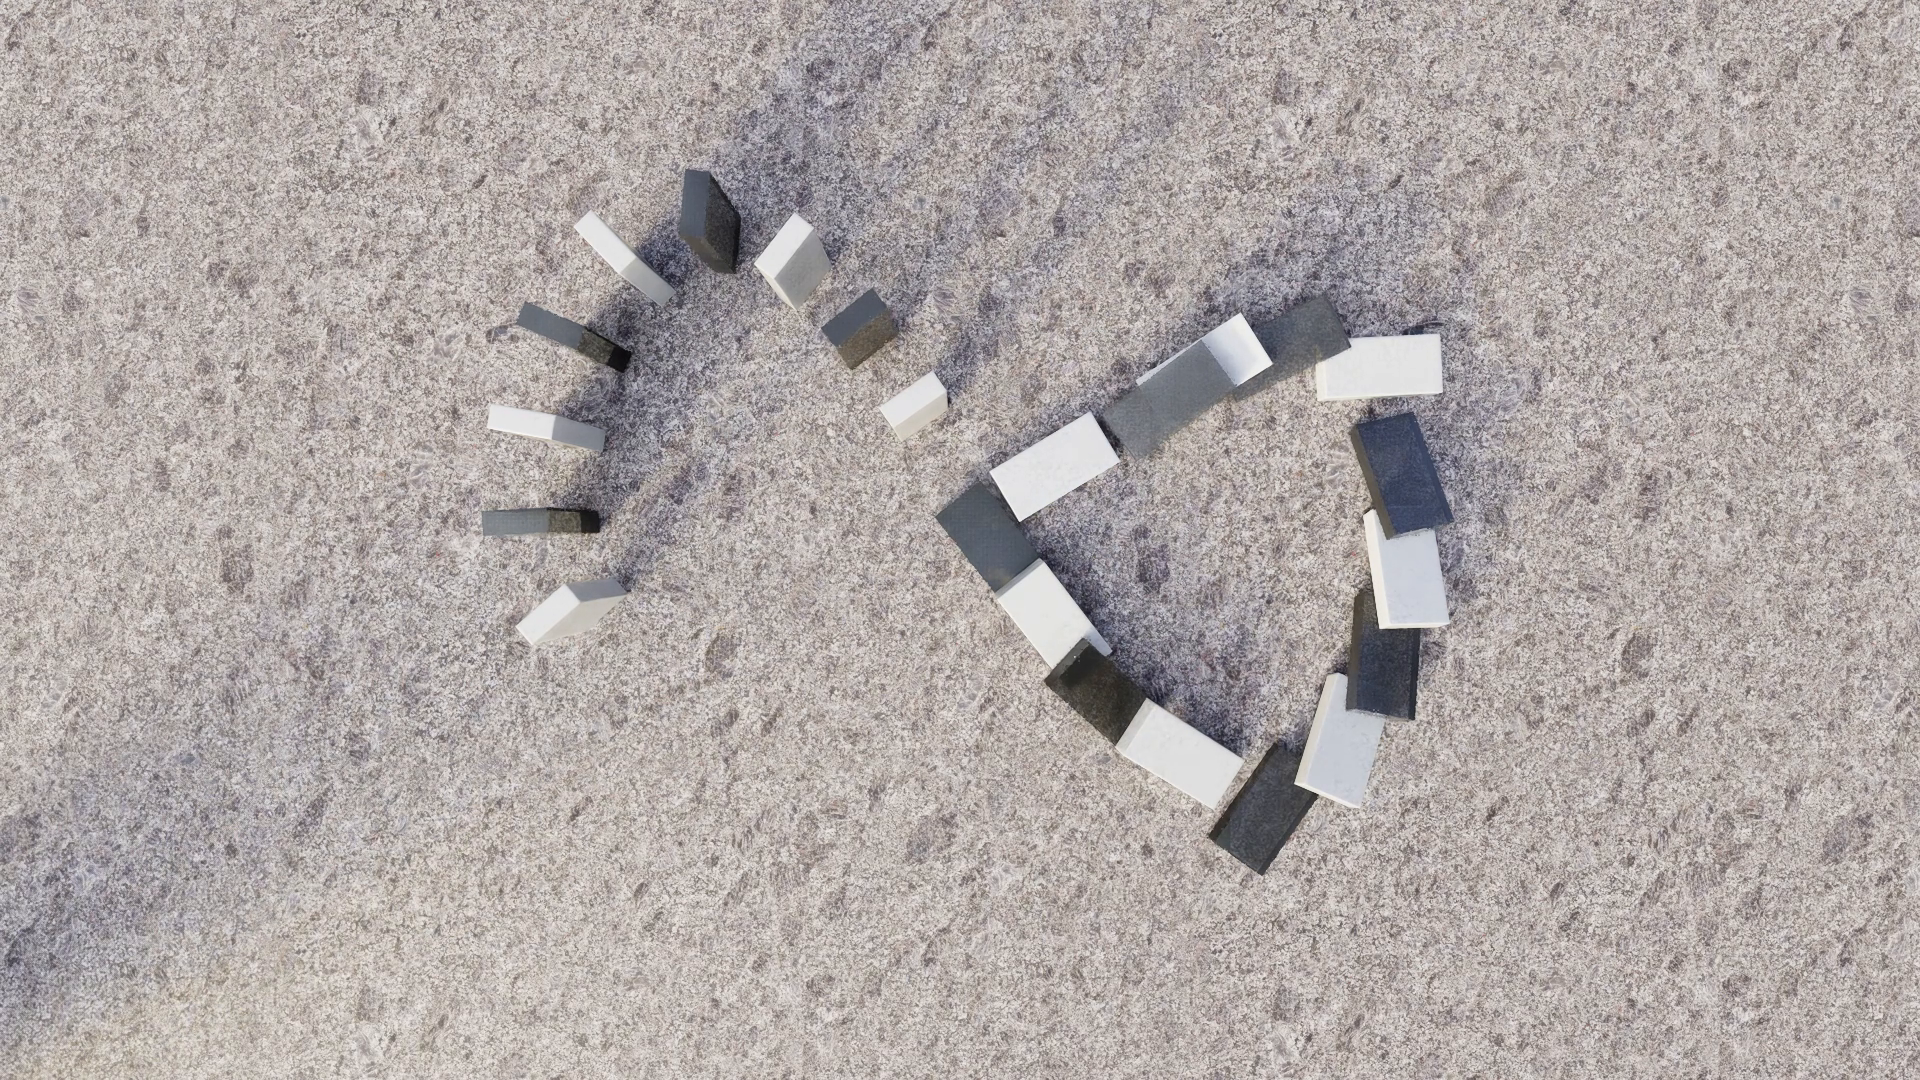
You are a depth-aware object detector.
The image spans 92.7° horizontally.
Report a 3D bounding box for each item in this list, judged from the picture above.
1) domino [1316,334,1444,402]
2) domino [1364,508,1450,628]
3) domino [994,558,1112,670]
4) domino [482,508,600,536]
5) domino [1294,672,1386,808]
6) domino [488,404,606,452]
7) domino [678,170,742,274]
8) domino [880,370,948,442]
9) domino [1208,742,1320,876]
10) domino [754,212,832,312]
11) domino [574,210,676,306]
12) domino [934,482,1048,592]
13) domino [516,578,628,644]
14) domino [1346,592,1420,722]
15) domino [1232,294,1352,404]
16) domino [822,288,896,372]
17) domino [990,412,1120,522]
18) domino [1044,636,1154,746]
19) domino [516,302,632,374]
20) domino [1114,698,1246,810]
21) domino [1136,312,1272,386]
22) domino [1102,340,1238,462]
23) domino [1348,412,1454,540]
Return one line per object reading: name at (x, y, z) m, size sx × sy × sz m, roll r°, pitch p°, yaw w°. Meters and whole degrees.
domino at (0.180, -0.074, 0.395) m, size 0.050 × 0.009 × 0.025 m, roll -3°, pitch 90°, yaw 0°
domino at (0.189, 0.012, 0.389) m, size 0.025 × 0.010 × 0.050 m, roll -1°, pitch 75°, yaw 0°
domino at (0.040, 0.035, 0.390) m, size 0.025 × 0.009 × 0.050 m, roll -38°, pitch 103°, yaw 0°
domino at (-0.170, -0.007, 0.375) m, size 0.025 × 0.050 × 0.009 m, roll -3°, pitch 90°, yaw 0°
domino at (0.163, 0.085, 0.389) m, size 0.025 × 0.009 × 0.050 m, roll 23°, pitch 76°, yaw 0°
domino at (-0.168, -0.045, 0.375) m, size 0.025 × 0.050 × 0.010 m, roll 10°, pitch 90°, yaw 0°
domino at (-0.101, -0.129, 0.375) m, size 0.009 × 0.050 × 0.025 m, roll 6°, pitch 90°, yaw 0°
domino at (-0.018, -0.054, 0.375) m, size 0.025 × 0.050 × 0.010 m, roll -35°, pitch 90°, yaw 0°
domino at (0.133, 0.116, 0.395) m, size 0.025 × 0.010 × 0.050 m, roll 35°, pitch 90°, yaw 0°
domino at (-0.067, -0.112, 0.375) m, size 0.010 × 0.050 × 0.025 m, roll 38°, pitch 90°, yaw 0°
domino at (-0.136, -0.114, 0.375) m, size 0.010 × 0.050 × 0.025 m, roll -44°, pitch 90°, yaw 0°
domino at (0.014, 0.002, 0.395) m, size 0.025 × 0.010 × 0.050 m, roll -38°, pitch 90°, yaw 0°
domino at (-0.157, 0.028, 0.375) m, size 0.025 × 0.050 × 0.010 m, roll -41°, pitch 90°, yaw 0°
domino at (0.180, 0.050, 0.389) m, size 0.025 × 0.010 × 0.050 m, roll 11°, pitch 75°, yaw 0°
domino at (0.136, -0.081, 0.389) m, size 0.050 × 0.009 × 0.025 m, roll -26°, pitch 90°, yaw 14°
domino at (-0.041, -0.085, 0.375) m, size 0.025 × 0.050 × 0.010 m, roll -38°, pitch 90°, yaw 0°
domino at (0.041, -0.031, 0.395) m, size 0.050 × 0.010 × 0.025 m, roll -31°, pitch 90°, yaw 0°
domino at (0.062, 0.067, 0.389) m, size 0.050 × 0.009 × 0.025 m, roll 42°, pitch 90°, yaw -15°
domino at (-0.156, -0.082, 0.375) m, size 0.025 × 0.050 × 0.010 m, roll 23°, pitch 90°, yaw 0°
domino at (0.094, 0.091, 0.389) m, size 0.050 × 0.009 × 0.025 m, roll 33°, pitch 90°, yaw -15°
domino at (0.103, -0.071, 0.388) m, size 0.050 × 0.009 × 0.025 m, roll -32°, pitch 90°, yaw 17°
domino at (0.087, -0.058, 0.384) m, size 0.050 × 0.010 × 0.025 m, roll -37°, pitch 89°, yaw 17°
domino at (0.187, -0.027, 0.389) m, size 0.025 × 0.009 × 0.050 m, roll -13°, pitch 75°, yaw 0°
